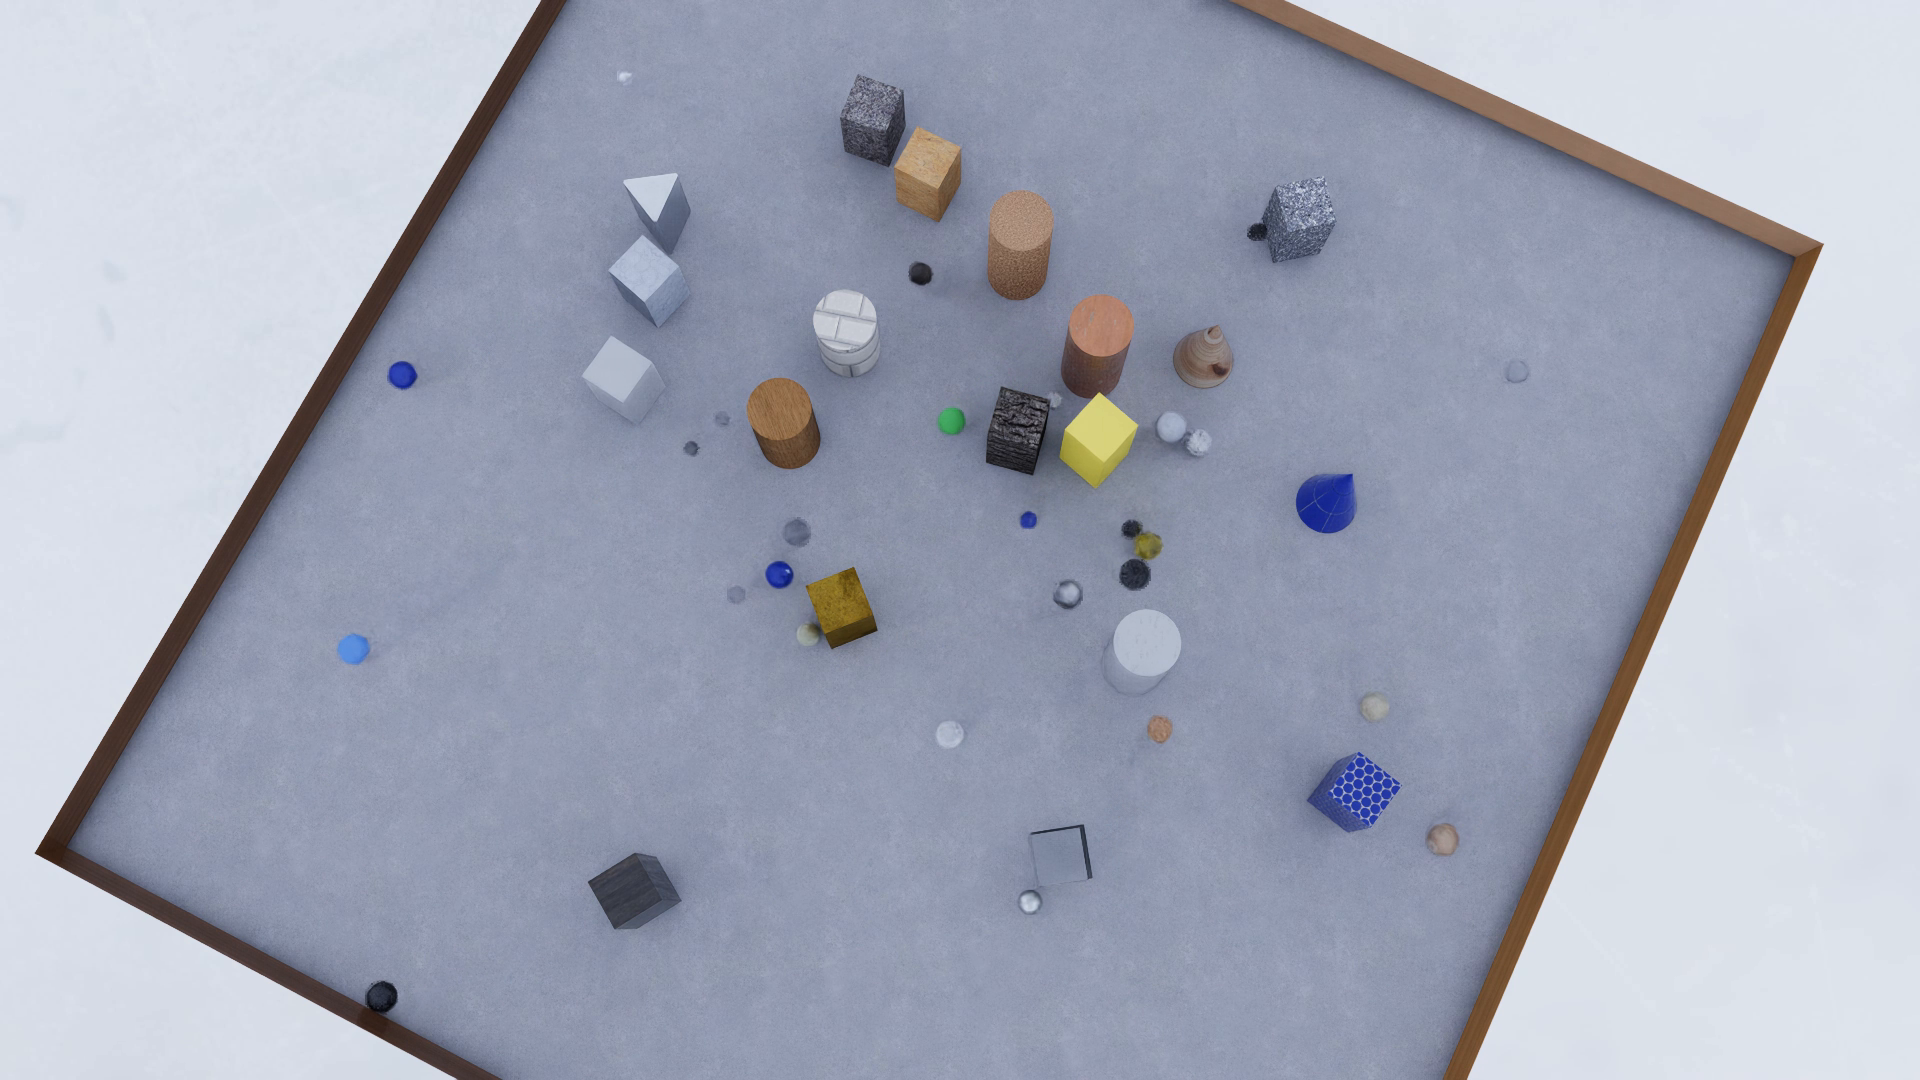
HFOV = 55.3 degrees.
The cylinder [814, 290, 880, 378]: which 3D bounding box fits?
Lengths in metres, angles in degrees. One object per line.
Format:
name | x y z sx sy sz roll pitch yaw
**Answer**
cylinder | -0.343 -0.628 5.602 0.189 0.284 0.189 0 78 0

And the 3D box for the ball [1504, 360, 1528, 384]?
ball | 1.728 -0.521 5.688 0.071 0.071 0.071 0 78 0

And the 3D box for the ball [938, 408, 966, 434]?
ball | -0.024 -0.369 5.651 0.082 0.082 0.082 0 78 0

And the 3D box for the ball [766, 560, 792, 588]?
ball | -0.549 0.104 5.552 0.083 0.083 0.083 0 78 0

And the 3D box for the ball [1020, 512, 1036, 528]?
ball | 0.211 -0.061 5.603 0.050 0.050 0.050 0 78 0

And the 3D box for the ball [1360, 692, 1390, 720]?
ball | 1.239 0.496 5.470 0.087 0.087 0.087 0 78 0

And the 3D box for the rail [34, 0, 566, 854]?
rail | -1.750 -0.850 5.729 0.045 0.123 4.065 26 80 5

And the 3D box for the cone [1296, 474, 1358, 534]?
cone | 1.128 -0.151 5.450 0.189 0.387 0.189 0 78 0

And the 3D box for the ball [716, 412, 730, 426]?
ball | -0.733 -0.376 5.671 0.045 0.045 0.045 0 78 0

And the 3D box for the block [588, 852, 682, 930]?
block | -0.923 1.003 5.224 0.151 0.363 0.151 -31 80 -6

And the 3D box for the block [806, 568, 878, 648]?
block | -0.347 0.204 5.420 0.151 0.302 0.151 -22 79 -4

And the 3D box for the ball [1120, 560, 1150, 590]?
ball | 0.528 0.104 5.549 0.090 0.090 0.090 0 78 0

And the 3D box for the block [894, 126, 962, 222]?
block | -0.098 -1.137 5.711 0.151 0.274 0.151 27 80 5

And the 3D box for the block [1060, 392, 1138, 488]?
block | 0.413 -0.295 5.507 0.151 0.333 0.151 41 81 8

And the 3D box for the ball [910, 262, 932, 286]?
ball | -0.121 -0.835 5.754 0.070 0.070 0.070 0 78 0

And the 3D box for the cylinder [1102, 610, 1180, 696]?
cylinder | 0.522 0.331 5.323 0.189 0.441 0.189 0 78 0

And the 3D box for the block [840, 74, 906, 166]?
block | -0.272 -1.314 5.755 0.151 0.261 0.151 20 79 4

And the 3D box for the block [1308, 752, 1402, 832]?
block | 1.138 0.733 5.305 0.151 0.313 0.151 38 81 7

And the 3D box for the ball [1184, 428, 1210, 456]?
ball | 0.730 -0.301 5.636 0.083 0.083 0.083 0 78 0

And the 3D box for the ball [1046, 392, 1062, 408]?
ball | 0.290 -0.434 5.682 0.046 0.046 0.046 0 78 0

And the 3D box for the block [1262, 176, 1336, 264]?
block | 1.048 -0.991 5.683 0.151 0.272 0.151 -12 79 -2

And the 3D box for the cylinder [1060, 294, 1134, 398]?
cylinder | 0.409 -0.576 5.512 0.189 0.438 0.189 0 78 0

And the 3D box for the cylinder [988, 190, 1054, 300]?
cylinder | 0.180 -0.892 5.579 0.189 0.435 0.189 0 78 0

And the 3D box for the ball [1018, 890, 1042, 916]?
ball | 0.205 1.059 5.359 0.075 0.075 0.075 0 78 0

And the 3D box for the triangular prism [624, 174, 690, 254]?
triangular prism | -0.913 -1.037 5.685 0.142 0.286 0.164 -37 81 -7

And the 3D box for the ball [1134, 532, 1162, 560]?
ball | 0.573 0.019 5.569 0.086 0.086 0.086 0 78 0

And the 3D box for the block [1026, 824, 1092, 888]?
block | 0.285 0.912 5.274 0.151 0.302 0.151 -9 78 -2

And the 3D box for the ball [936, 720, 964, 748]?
ball | -0.031 0.578 5.455 0.081 0.081 0.081 0 78 0

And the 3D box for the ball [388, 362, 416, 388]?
ball | -1.727 -0.511 5.679 0.084 0.084 0.084 0 78 0

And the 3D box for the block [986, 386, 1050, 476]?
block | 0.173 -0.324 5.511 0.151 0.339 0.151 15 79 3

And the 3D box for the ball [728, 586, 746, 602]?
ball | -0.675 0.165 5.556 0.052 0.052 0.052 0 78 0

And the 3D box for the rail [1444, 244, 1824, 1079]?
rail | 1.750 0.863 5.374 0.045 0.123 4.065 26 80 5

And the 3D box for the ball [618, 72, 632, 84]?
ball | -1.078 -1.488 5.903 0.042 0.042 0.042 0 78 0

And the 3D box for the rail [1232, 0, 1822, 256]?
rail | 0.898 -1.753 5.915 3.961 0.123 0.045 26 80 5

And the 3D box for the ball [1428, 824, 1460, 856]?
ball | 1.422 0.879 5.387 0.093 0.093 0.093 0 78 0

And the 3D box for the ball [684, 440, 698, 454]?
ball | -0.829 -0.284 5.653 0.044 0.044 0.044 0 78 0

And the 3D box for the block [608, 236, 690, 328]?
block | -0.955 -0.795 5.653 0.151 0.251 0.151 41 81 8

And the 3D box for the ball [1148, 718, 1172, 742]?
ball | 0.595 0.567 5.461 0.074 0.074 0.074 0 78 0

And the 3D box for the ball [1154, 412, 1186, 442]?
ball | 0.647 -0.346 5.640 0.094 0.094 0.094 0 78 0

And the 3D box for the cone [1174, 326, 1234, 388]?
cone | 0.761 -0.599 5.564 0.189 0.346 0.189 0 78 0

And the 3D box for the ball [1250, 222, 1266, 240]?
ball | 0.942 -0.976 5.790 0.054 0.054 0.054 0 78 0

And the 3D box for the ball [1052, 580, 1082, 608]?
ball | 0.323 0.165 5.538 0.086 0.086 0.086 0 78 0

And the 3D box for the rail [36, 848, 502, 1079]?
rail | -0.898 1.766 5.187 3.961 0.123 0.045 26 80 5

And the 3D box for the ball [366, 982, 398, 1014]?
ball | -1.670 1.323 5.298 0.088 0.088 0.088 0 78 0

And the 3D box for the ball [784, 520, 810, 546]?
ball | -0.499 -0.022 5.580 0.080 0.080 0.080 0 78 0

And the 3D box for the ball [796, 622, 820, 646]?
ball | -0.457 0.283 5.521 0.072 0.072 0.072 0 78 0

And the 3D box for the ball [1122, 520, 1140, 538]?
ball | 0.523 -0.034 5.594 0.057 0.057 0.057 0 78 0

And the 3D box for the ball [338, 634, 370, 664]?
ball | -1.820 0.327 5.503 0.089 0.089 0.089 0 78 0

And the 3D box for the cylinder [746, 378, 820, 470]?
cylinder | -0.527 -0.347 5.509 0.189 0.350 0.189 0 78 0

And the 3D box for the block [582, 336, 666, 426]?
block | -1.022 -0.484 5.586 0.151 0.255 0.151 33 80 6
